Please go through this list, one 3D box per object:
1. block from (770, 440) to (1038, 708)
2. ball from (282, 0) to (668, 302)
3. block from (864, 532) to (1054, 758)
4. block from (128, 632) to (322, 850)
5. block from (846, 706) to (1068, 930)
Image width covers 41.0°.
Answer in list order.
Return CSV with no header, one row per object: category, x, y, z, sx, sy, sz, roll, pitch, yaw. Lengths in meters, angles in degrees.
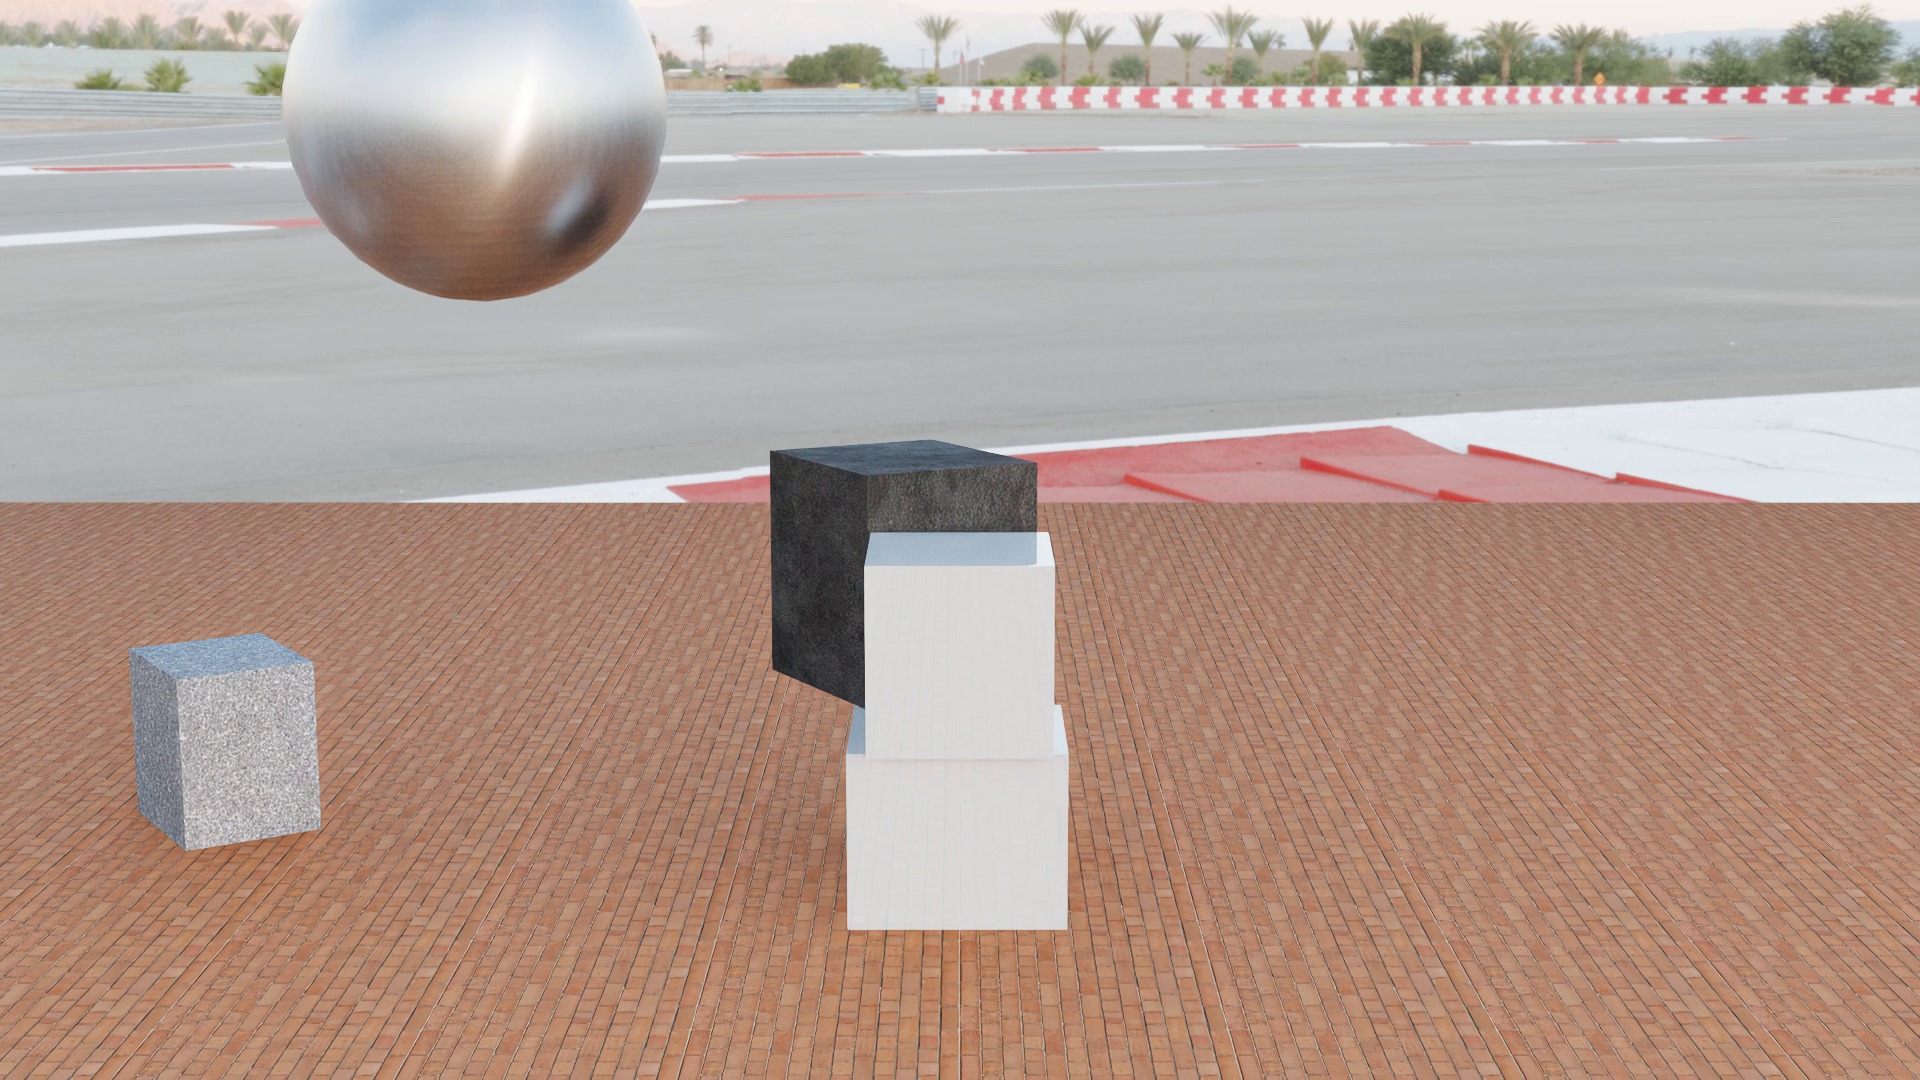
block,-0.268,0.132,11.784,0.859,1.038,0.980,-5,11,-29
ball,-2.042,-1.812,10.851,1.600,1.600,1.600,0,10,0
block,-0.002,0.430,10.756,0.766,0.801,0.764,0,10,0
block,-3.485,0.939,12.151,0.637,0.805,0.765,-7,12,-33
block,-0.011,1.174,11.002,0.913,0.753,0.832,0,10,0
